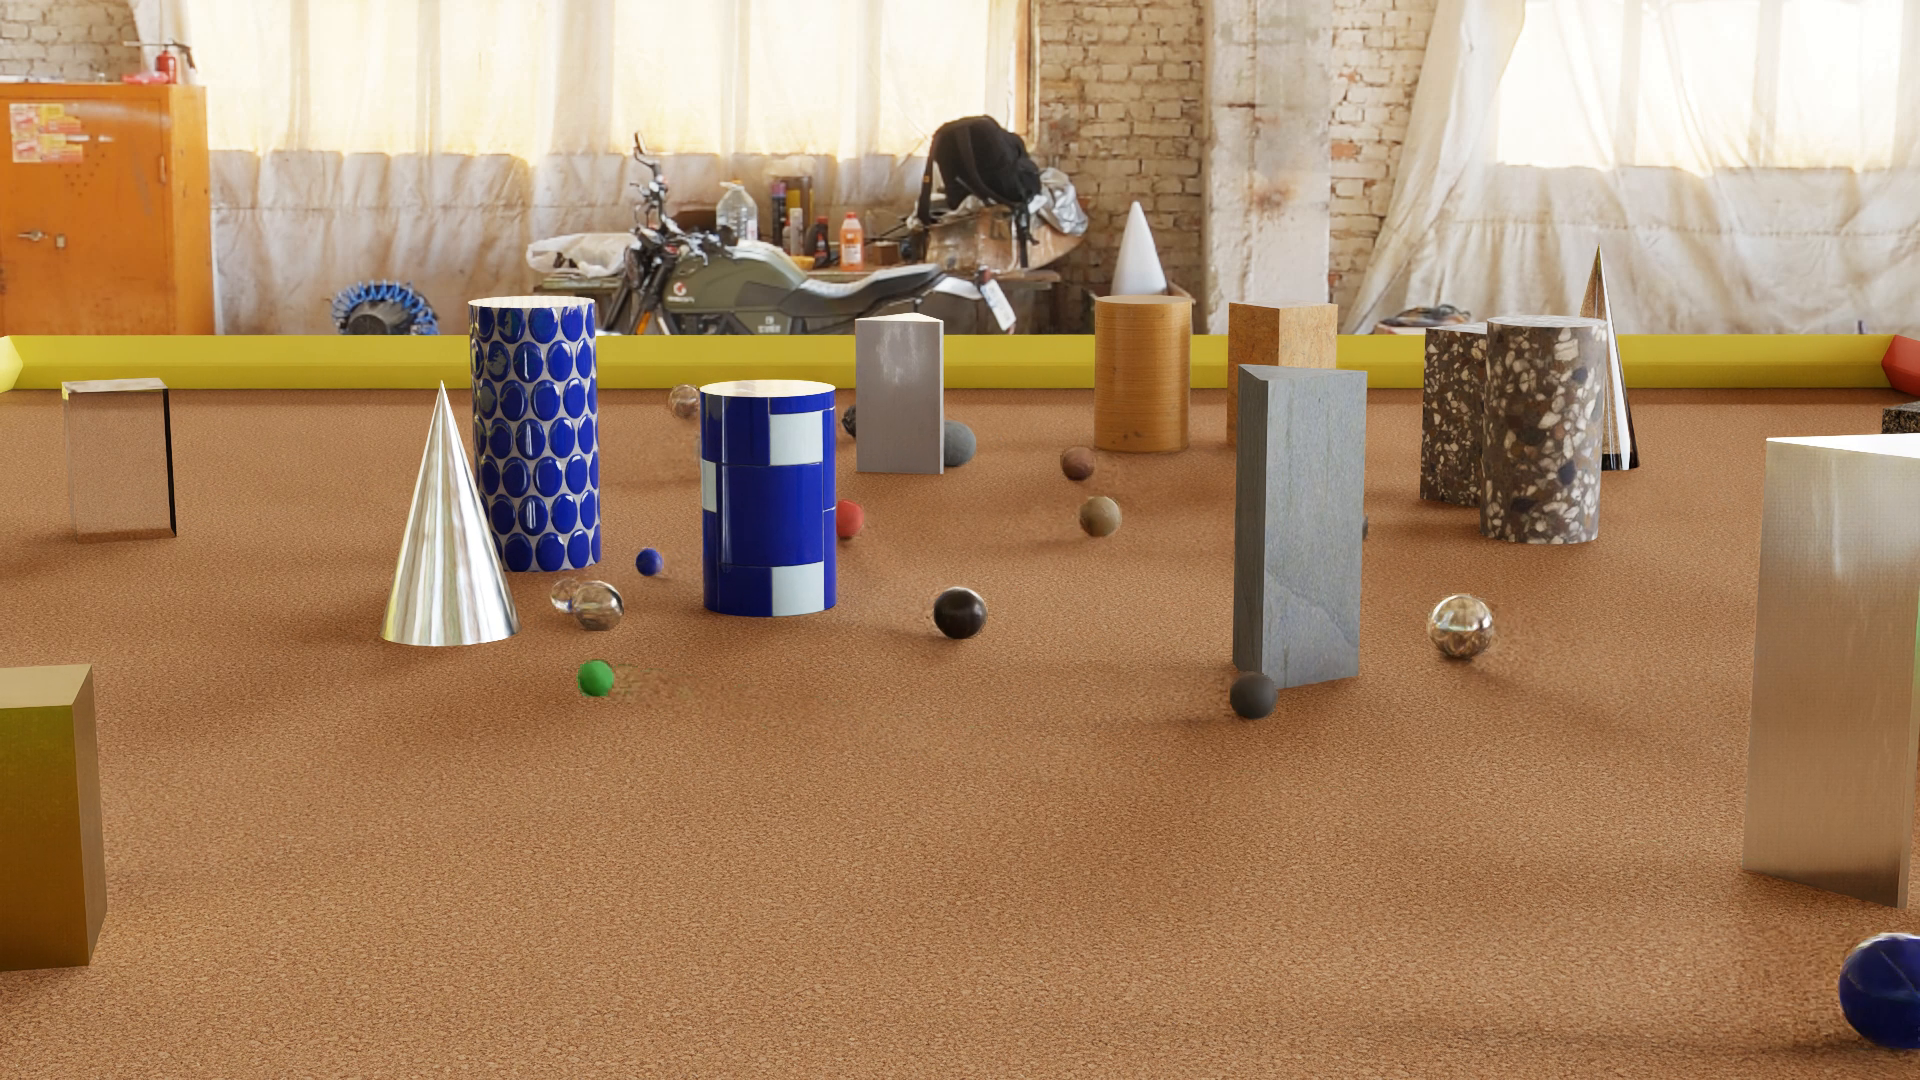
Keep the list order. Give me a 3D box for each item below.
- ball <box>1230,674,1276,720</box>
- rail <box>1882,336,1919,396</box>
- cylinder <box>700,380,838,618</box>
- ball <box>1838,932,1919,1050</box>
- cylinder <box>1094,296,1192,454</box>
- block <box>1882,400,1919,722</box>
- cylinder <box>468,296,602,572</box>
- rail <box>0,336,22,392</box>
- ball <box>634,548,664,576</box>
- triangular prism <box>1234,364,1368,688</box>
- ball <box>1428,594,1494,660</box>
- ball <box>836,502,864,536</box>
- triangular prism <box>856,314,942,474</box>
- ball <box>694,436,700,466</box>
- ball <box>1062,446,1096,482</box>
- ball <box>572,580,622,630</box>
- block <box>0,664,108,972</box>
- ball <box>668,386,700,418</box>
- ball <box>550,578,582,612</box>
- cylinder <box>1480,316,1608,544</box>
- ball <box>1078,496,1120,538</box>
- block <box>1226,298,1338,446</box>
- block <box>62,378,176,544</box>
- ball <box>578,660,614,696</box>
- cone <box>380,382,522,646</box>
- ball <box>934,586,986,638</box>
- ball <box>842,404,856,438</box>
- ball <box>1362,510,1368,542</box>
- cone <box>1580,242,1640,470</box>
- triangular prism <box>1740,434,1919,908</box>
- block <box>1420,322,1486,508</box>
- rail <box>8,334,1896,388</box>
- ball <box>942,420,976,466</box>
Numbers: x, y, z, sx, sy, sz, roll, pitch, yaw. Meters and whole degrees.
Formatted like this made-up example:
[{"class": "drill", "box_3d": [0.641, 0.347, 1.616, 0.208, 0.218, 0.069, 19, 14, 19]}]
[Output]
[{"class": "ball", "box_3d": [0.326, 0.174, 2.866, 0.052, 0.052, 0.052, 0, 11, 0]}, {"class": "rail", "box_3d": [2.085, 0.028, 3.462, 0.045, 0.118, 4.663, 0, 11, 0]}, {"class": "cylinder", "box_3d": [-0.257, -0.059, 3.454, 0.181, 0.293, 0.181, 0, 11, 0]}, {"class": "ball", "box_3d": [0.699, 0.336, 1.911, 0.087, 0.087, 0.087, 0, 11, 0]}, {"class": "cylinder", "box_3d": [0.346, -0.316, 4.860, 0.181, 0.280, 0.181, 0, 11, 0]}, {"class": "block", "box_3d": [1.123, 0.024, 2.870, 0.145, 0.345, 0.145, 10, 15, 43]}, {"class": "cylinder", "box_3d": [-0.619, -0.157, 3.743, 0.181, 0.381, 0.181, 0, 11, 0]}, {"class": "rail", "box_3d": [-2.085, 0.032, 3.438, 0.045, 0.118, 4.663, 0, 11, 0]}, {"class": "ball", "box_3d": [-0.443, 0.032, 3.656, 0.040, 0.040, 0.040, 0, 11, 0]}, {"class": "triangular prism", "box_3d": [0.375, -0.021, 3.056, 0.157, 0.365, 0.136, -7, 13, -33]}, {"class": "ball", "box_3d": [0.615, 0.107, 3.149, 0.080, 0.080, 0.080, 0, 11, 0]}, {"class": "ball", "box_3d": [-0.176, -0.032, 3.960, 0.054, 0.054, 0.054, 0, 11, 0]}, {"class": "triangular prism", "box_3d": [-0.096, -0.266, 4.617, 0.157, 0.272, 0.136, 2, 11, 11]}, {"class": "ball", "box_3d": [-0.428, -0.157, 4.539, 0.086, 0.086, 0.086, 0, 11, 0]}, {"class": "ball", "box_3d": [0.207, -0.133, 4.478, 0.062, 0.062, 0.062, 0, 11, 0]}, {"class": "ball", "box_3d": [-0.468, 0.085, 3.310, 0.064, 0.064, 0.064, 0, 11, 0]}, {"class": "block", "box_3d": [-0.795, 0.229, 2.123, 0.145, 0.219, 0.145, -2, 11, -12]}, {"class": "ball", "box_3d": [-0.566, -0.285, 5.271, 0.067, 0.067, 0.067, 0, 11, 0]}, {"class": "ball", "box_3d": [-0.522, 0.074, 3.416, 0.046, 0.046, 0.046, 0, 11, 0]}, {"class": "cylinder", "box_3d": [0.900, -0.173, 3.961, 0.181, 0.331, 0.181, 0, 11, 0]}, {"class": "ball", "box_3d": [0.215, -0.036, 3.957, 0.064, 0.064, 0.064, 0, 11, 0]}, {"class": "block", "box_3d": [0.612, -0.316, 4.885, 0.145, 0.270, 0.145, -7, 13, -34]}, {"class": "block", "box_3d": [-1.302, -0.125, 3.971, 0.145, 0.232, 0.145, -4, 11, -22]}, {"class": "ball", "box_3d": [-0.421, 0.160, 2.971, 0.041, 0.041, 0.041, 0, 11, 0]}, {"class": "cone", "box_3d": [-0.658, -0.044, 3.285, 0.181, 0.326, 0.181, 0, 11, 0]}, {"class": "ball", "box_3d": [-0.001, 0.093, 3.262, 0.067, 0.067, 0.067, 0, 11, 0]}, {"class": "ball", "box_3d": [-0.197, -0.232, 4.996, 0.064, 0.064, 0.064, 0, 11, 0]}, {"class": "ball", "box_3d": [0.572, -0.021, 3.840, 0.077, 0.077, 0.077, 0, 11, 0]}, {"class": "cone", "box_3d": [1.149, -0.338, 4.647, 0.181, 0.403, 0.181, 0, 11, 0]}, {"class": "triangular prism", "box_3d": [0.816, 0.107, 2.294, 0.136, 0.395, 0.157, -10, 14, -41]}, {"class": "block", "box_3d": [0.874, -0.209, 4.274, 0.145, 0.287, 0.145, -9, 14, -40]}, {"class": "rail", "box_3d": [-0.013, -0.395, 5.718, 4.218, 0.118, 0.045, 0, 11, 0]}, {"class": "ball", "box_3d": [-0.015, -0.175, 4.643, 0.084, 0.084, 0.084, 0, 11, 0]}]
